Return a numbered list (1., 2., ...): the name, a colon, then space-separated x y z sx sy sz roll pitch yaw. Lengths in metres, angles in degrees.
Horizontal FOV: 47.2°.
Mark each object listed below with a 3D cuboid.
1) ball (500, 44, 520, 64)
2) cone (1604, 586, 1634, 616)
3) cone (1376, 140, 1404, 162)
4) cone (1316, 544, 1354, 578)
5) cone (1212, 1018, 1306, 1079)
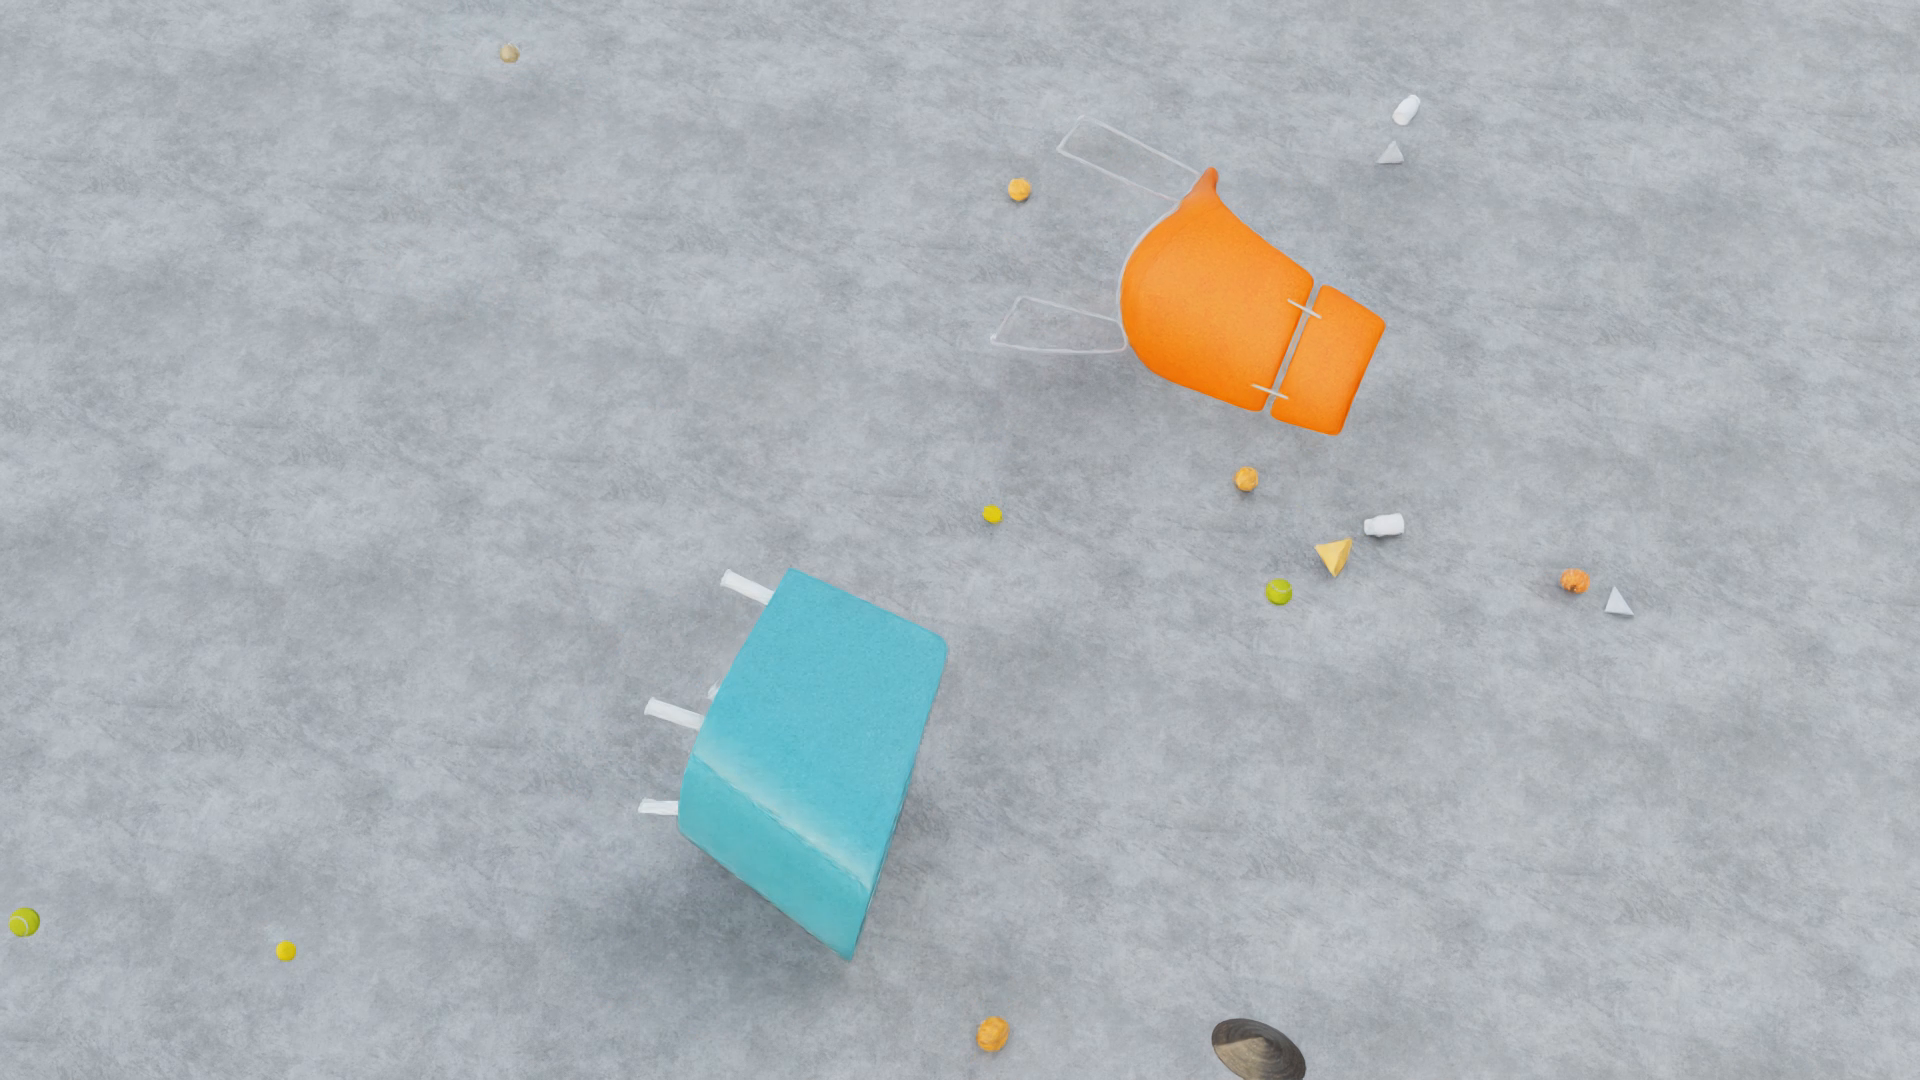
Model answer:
1. ball: -1.479 -1.597 7.223 0.064 0.064 0.064 0 56 0
2. cone: 1.912 0.193 6.425 0.065 0.058 0.107 -34 88 14
3. cone: 1.442 -1.294 7.421 0.087 0.072 0.107 -25 33 13
4. cone: 1.086 0.036 6.489 0.094 0.109 0.128 35 76 14
5. cone: 0.772 1.295 5.636 0.258 0.114 0.164 25 60 16
